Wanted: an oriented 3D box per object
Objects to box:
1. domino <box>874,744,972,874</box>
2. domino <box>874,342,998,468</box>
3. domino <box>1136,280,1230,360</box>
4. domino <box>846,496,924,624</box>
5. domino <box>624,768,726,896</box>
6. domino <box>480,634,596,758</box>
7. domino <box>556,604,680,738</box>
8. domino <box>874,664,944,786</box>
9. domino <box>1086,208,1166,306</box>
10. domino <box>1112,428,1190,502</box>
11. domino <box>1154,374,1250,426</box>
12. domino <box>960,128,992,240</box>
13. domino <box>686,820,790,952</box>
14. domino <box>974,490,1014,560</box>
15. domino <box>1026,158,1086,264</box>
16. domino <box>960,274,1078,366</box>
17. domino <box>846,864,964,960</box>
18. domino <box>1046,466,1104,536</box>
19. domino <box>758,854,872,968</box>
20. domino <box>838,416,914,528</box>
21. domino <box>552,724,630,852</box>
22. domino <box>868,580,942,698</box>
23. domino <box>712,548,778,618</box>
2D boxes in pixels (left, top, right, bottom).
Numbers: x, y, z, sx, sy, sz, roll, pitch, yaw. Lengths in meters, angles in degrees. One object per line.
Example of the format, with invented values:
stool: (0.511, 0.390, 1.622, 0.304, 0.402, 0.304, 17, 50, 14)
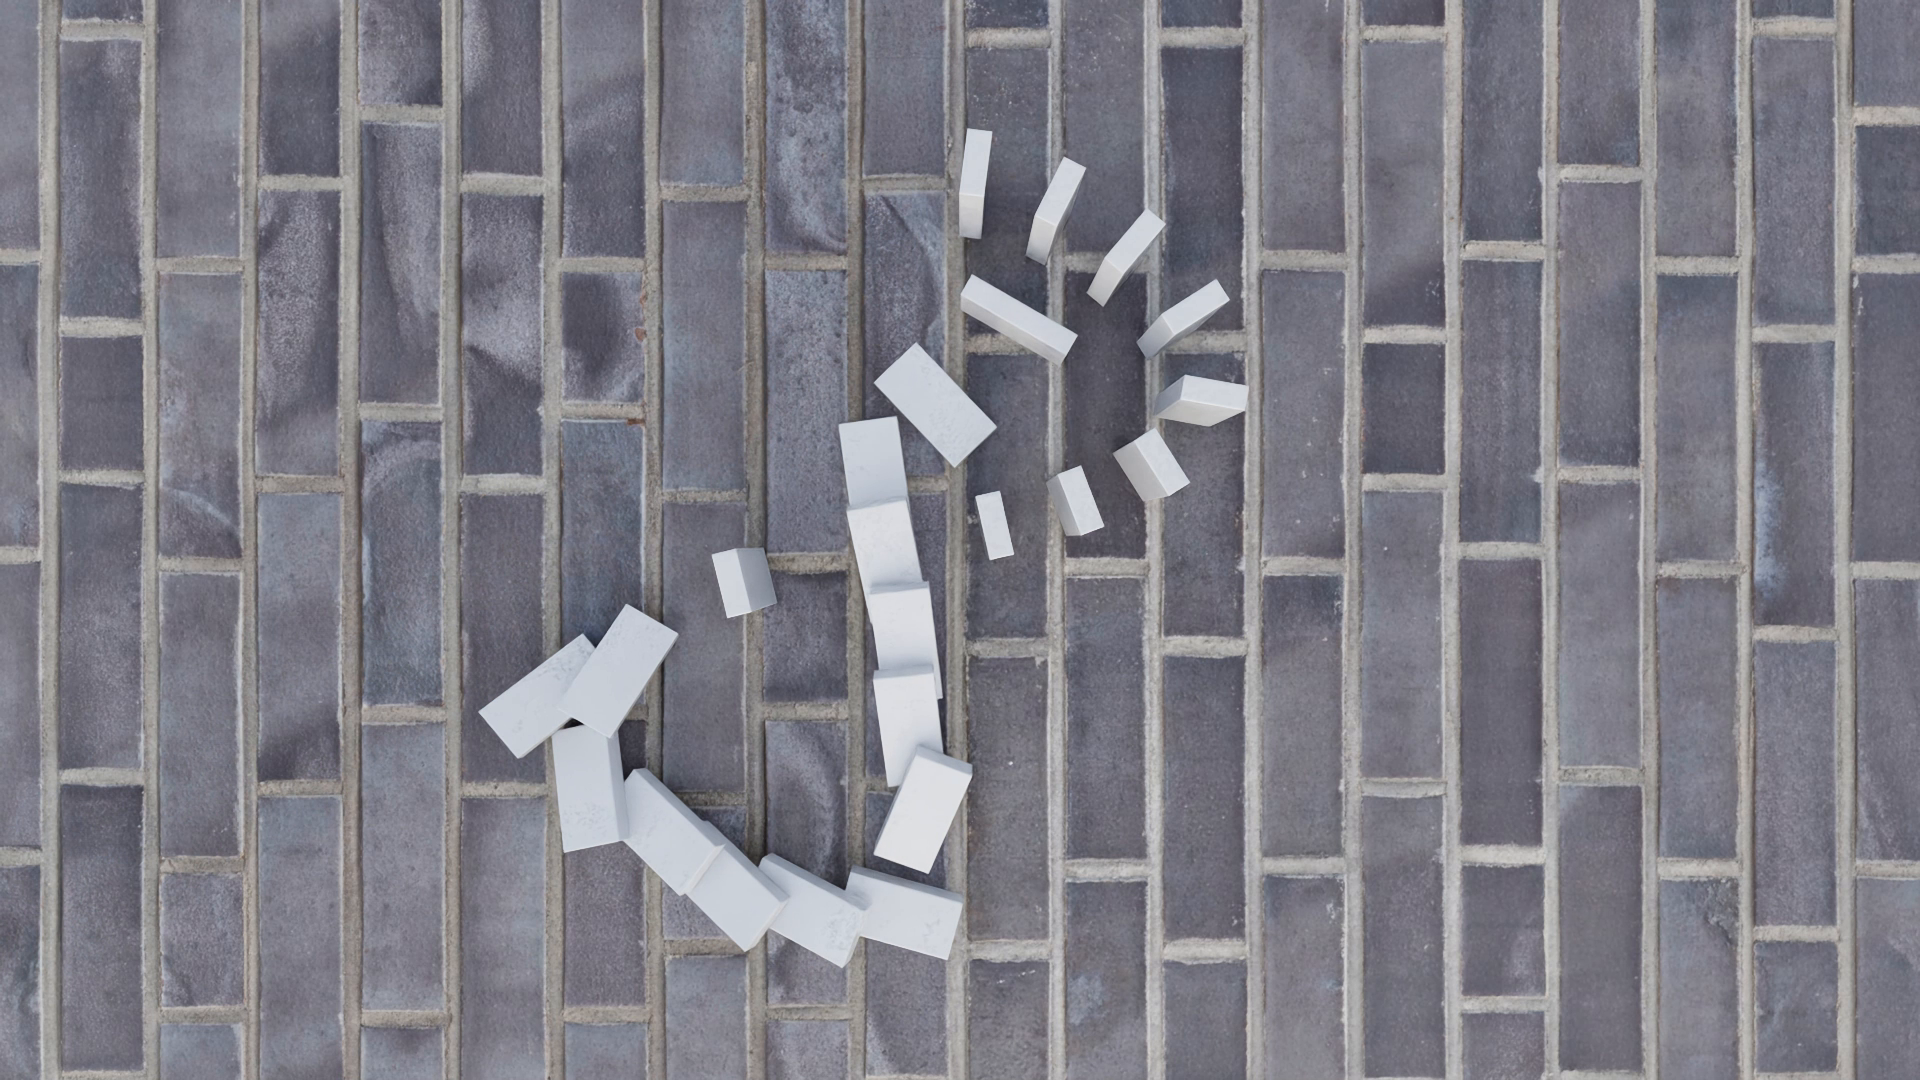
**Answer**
domino: (-0.016, 0.114, 0.388, 0.025, 0.010, 0.050, 21, 104, -5)
domino: (-0.011, -0.058, 0.395, 0.025, 0.009, 0.050, -44, 90, 0)
domino: (0.090, -0.089, 0.375, 0.025, 0.050, 0.009, -33, 90, 0)
domino: (-0.030, 0.008, 0.388, 0.025, 0.009, 0.050, -10, 106, 1)
domino: (-0.126, 0.123, 0.389, 0.050, 0.009, 0.025, 36, 90, 16)
domino: (-0.172, 0.066, 0.388, 0.050, 0.010, 0.025, -40, 90, -17)
domino: (-0.144, 0.055, 0.387, 0.025, 0.009, 0.050, 31, 73, -6)
domino: (-0.021, 0.079, 0.389, 0.025, 0.010, 0.050, -6, 106, 0)
domino: (0.067, -0.114, 0.375, 0.010, 0.050, 0.025, 40, 90, 0)
domino: (0.077, -0.030, 0.375, 0.010, 0.050, 0.025, -33, 90, 0)
domino: (0.097, -0.056, 0.375, 0.025, 0.050, 0.009, 10, 90, 0)
domino: (0.006, -0.144, 0.375, 0.010, 0.050, 0.025, 7, 90, 0)
domino: (-0.099, 0.146, 0.388, 0.050, 0.009, 0.025, 36, 90, 17)
domino: (0.013, -0.006, 0.375, 0.009, 0.050, 0.025, -13, 90, 0)
domino: (0.038, -0.133, 0.375, 0.010, 0.050, 0.025, 27, 90, 0)
domino: (0.024, -0.092, 0.388, 0.050, 0.025, 0.009, 30, 90, 0)
domino: (-0.026, 0.160, 0.395, 0.050, 0.009, 0.025, 15, 90, 0)
domino: (0.046, -0.015, 0.375, 0.009, 0.050, 0.025, -21, 90, 0)
domino: (-0.065, 0.156, 0.389, 0.050, 0.009, 0.025, 21, 90, 15)
domino: (-0.036, -0.026, 0.395, 0.025, 0.010, 0.050, -8, 90, 0)
domino: (-0.157, 0.104, 0.388, 0.025, 0.010, 0.050, -14, 78, 8)
domino: (-0.023, 0.044, 0.389, 0.025, 0.010, 0.050, -6, 106, 0)
domino: (-0.087, 0.017, 0.375, 0.010, 0.050, 0.025, -14, 90, 0)
